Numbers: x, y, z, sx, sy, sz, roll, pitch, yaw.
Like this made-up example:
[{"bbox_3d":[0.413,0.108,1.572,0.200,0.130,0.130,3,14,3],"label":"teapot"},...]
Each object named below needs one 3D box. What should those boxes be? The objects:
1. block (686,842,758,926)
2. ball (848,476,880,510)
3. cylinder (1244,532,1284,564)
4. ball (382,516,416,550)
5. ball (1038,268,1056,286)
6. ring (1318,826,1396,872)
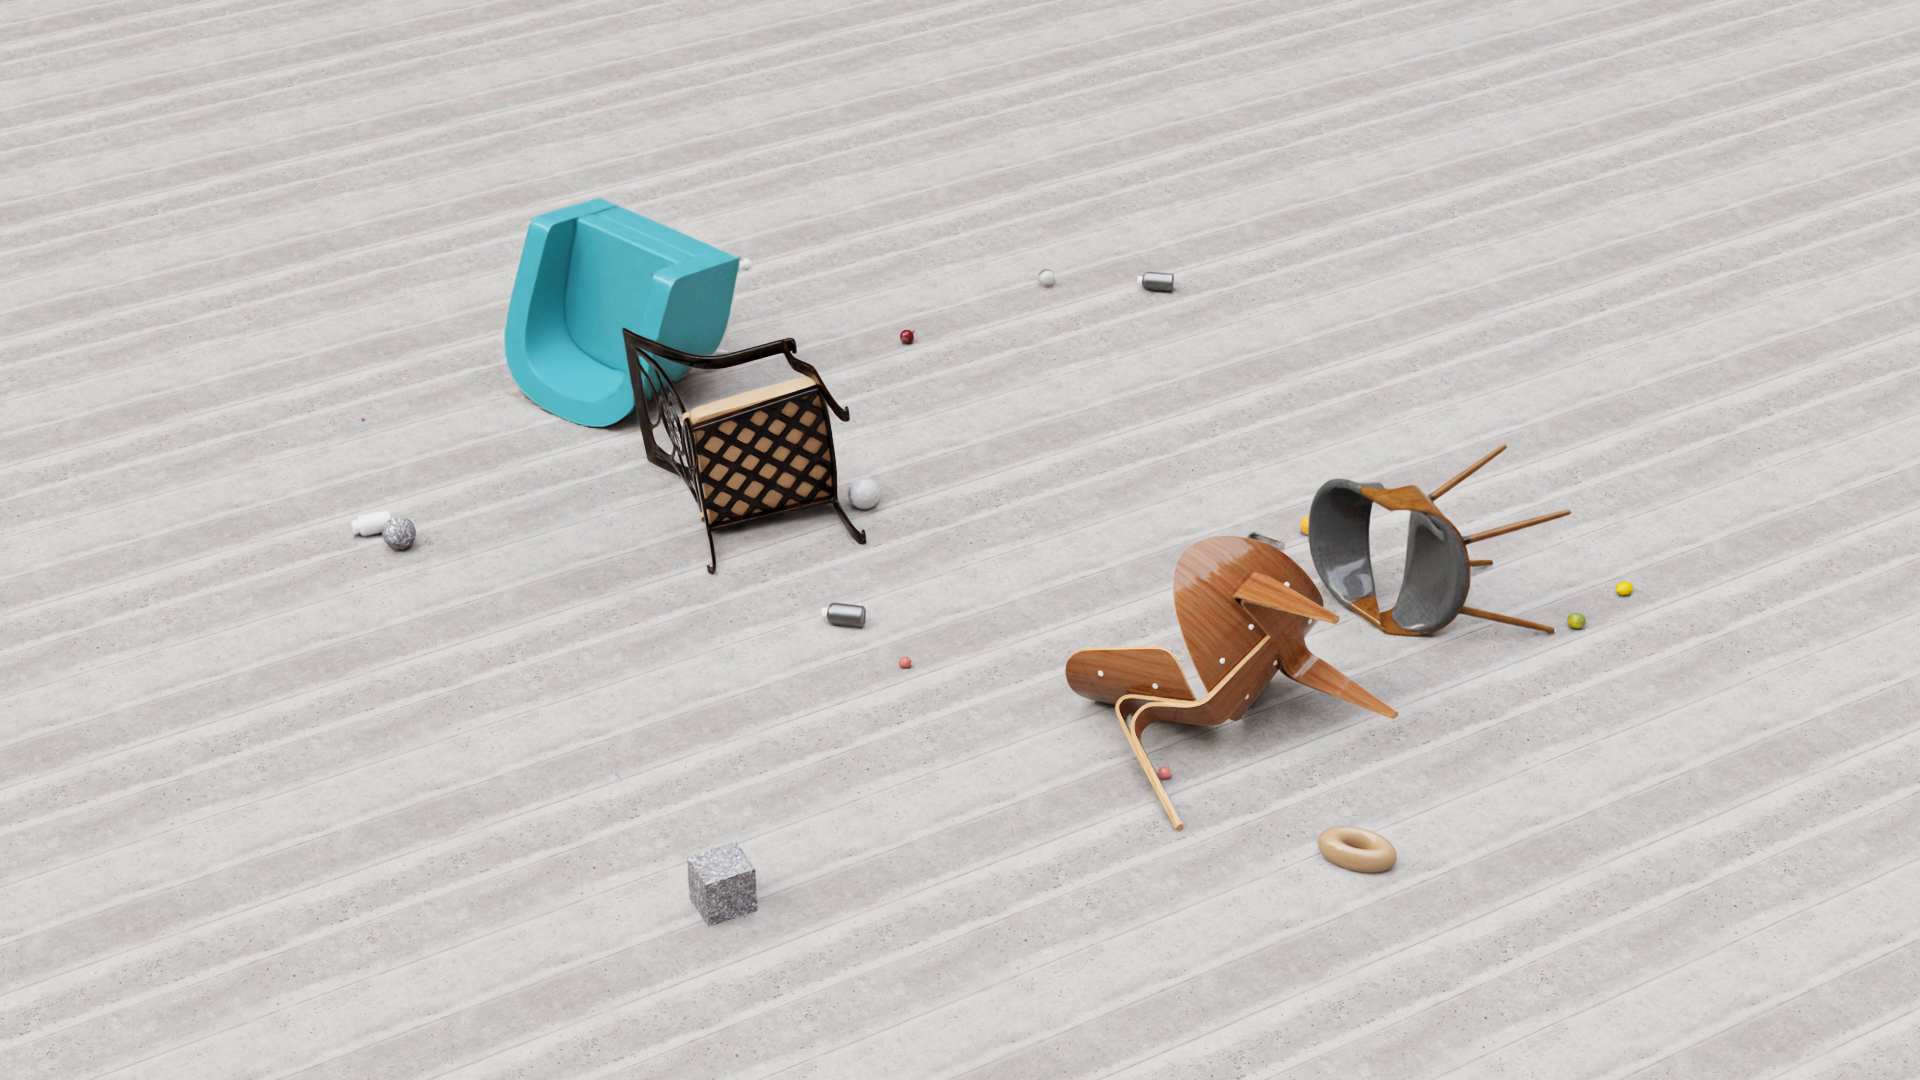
[{"bbox_3d":[-0.743,1.074,9.160,0.167,0.170,0.151,-16,36,-22],"label":"block"},{"bbox_3d":[-0.364,-0.178,11.102,0.124,0.124,0.124,0,33,0],"label":"ball"},{"bbox_3d":[1.119,0.031,10.808,0.110,0.089,0.134,16,13,23],"label":"cylinder"},{"bbox_3d":[-2.080,-0.027,10.873,0.123,0.123,0.123,0,33,0],"label":"ball"},{"bbox_3d":[0.372,-1.127,12.588,0.074,0.074,0.074,0,33,0],"label":"ball"},{"bbox_3d":[1.269,0.988,9.368,0.260,0.086,0.151,13,37,18],"label":"ring"}]
